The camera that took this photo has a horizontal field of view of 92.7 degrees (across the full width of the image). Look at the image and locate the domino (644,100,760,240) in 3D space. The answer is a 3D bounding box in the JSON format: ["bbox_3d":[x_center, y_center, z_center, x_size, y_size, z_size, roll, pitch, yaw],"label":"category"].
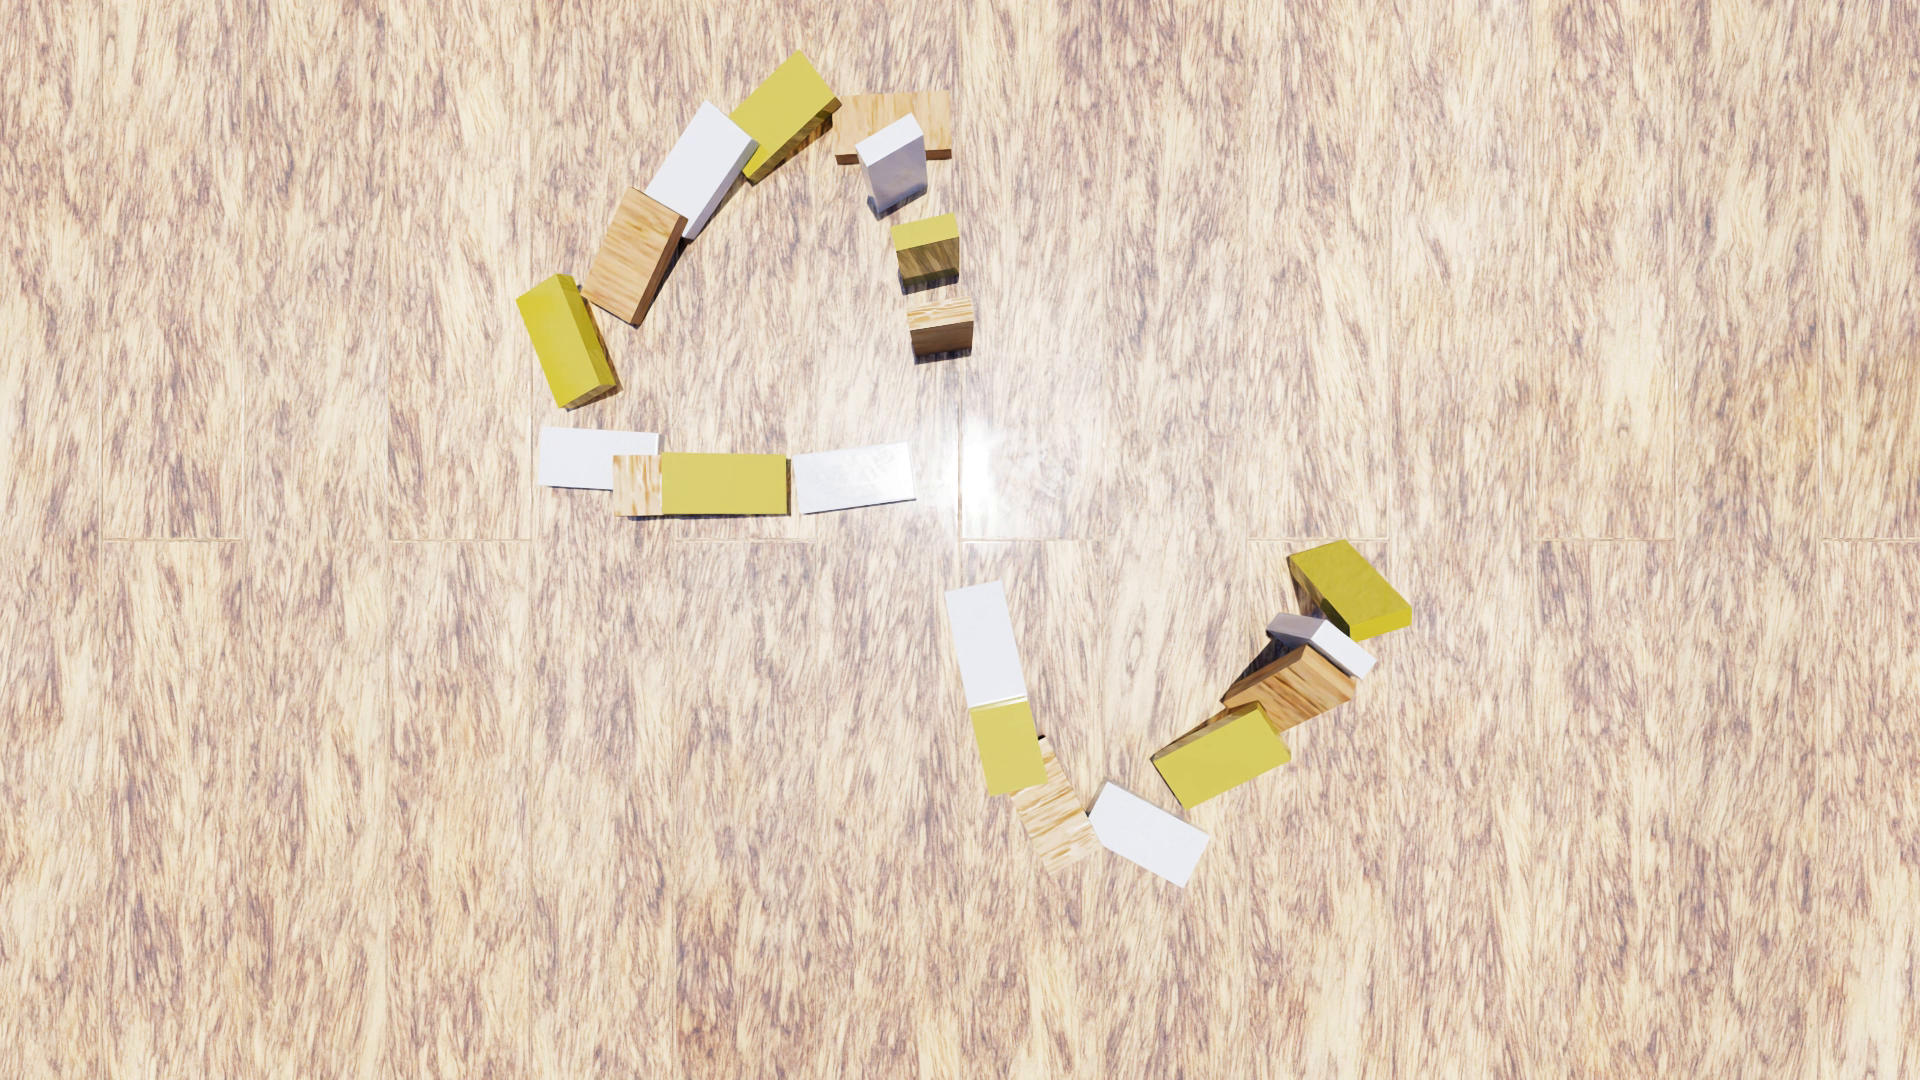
[{"bbox_3d":[-0.111,-0.157,0.389,0.025,0.010,0.050,41,105,0],"label":"domino"}]

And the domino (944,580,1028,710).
[{"bbox_3d":[0.011,0.044,0.389,0.025,0.009,0.050,-12,75,0],"label":"domino"}]

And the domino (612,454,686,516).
[{"bbox_3d":[-0.120,-0.023,0.388,0.050,0.009,0.025,-2,90,-17],"label":"domino"}]

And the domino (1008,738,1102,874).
[{"bbox_3d":[0.037,0.112,0.389,0.025,0.010,0.050,-28,75,0],"label":"domino"}]

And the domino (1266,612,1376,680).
[{"bbox_3d":[0.146,0.042,0.375,0.025,0.050,0.010,38,89,0],"label":"domino"}]

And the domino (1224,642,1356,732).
[{"bbox_3d":[0.135,0.063,0.377,0.025,0.050,0.010,38,53,0],"label":"domino"}]

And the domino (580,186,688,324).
[{"bbox_3d":[-0.139,-0.121,0.390,0.025,0.009,0.050,30,102,2],"label":"domino"}]

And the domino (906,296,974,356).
[{"bbox_3d":[-0.008,-0.087,0.375,0.025,0.050,0.009,-9,90,0],"label":"domino"}]

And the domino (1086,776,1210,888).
[{"bbox_3d":[0.079,0.126,0.395,0.050,0.010,0.025,28,90,0],"label":"domino"}]

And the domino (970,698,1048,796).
[{"bbox_3d":[0.019,0.081,0.388,0.025,0.009,0.050,-14,73,0],"label":"domino"}]

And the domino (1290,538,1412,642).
[{"bbox_3d":[0.159,0.020,0.377,0.025,0.050,0.010,-17,123,0],"label":"domino"}]

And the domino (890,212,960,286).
[{"bbox_3d":[-0.013,-0.118,0.375,0.025,0.050,0.010,-13,90,0],"label":"domino"}]

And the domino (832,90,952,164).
[{"bbox_3d":[-0.029,-0.178,0.395,0.050,0.010,0.025,-3,90,0],"label":"domino"}]

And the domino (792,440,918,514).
[{"bbox_3d":[-0.045,-0.027,0.395,0.050,0.009,0.025,-8,90,0],"label":"domino"}]

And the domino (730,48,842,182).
[{"bbox_3d":[-0.078,-0.180,0.390,0.050,0.010,0.025,-37,90,12],"label":"domino"}]

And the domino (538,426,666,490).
[{"bbox_3d":[-0.154,-0.034,0.395,0.050,0.010,0.025,3,90,0],"label":"domino"}]

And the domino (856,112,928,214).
[{"bbox_3d":[-0.027,-0.153,0.375,0.025,0.050,0.009,-30,90,0],"label":"domino"}]

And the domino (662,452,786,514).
[{"bbox_3d":[-0.099,-0.023,0.385,0.050,0.009,0.025,0,90,-17],"label":"domino"}]

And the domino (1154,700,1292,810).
[{"bbox_3d":[0.110,0.091,0.387,0.050,0.009,0.025,-34,90,21],"label":"domino"}]

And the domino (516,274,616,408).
[{"bbox_3d":[-0.168,-0.084,0.391,0.025,0.009,0.050,-22,90,22],"label":"domino"}]
